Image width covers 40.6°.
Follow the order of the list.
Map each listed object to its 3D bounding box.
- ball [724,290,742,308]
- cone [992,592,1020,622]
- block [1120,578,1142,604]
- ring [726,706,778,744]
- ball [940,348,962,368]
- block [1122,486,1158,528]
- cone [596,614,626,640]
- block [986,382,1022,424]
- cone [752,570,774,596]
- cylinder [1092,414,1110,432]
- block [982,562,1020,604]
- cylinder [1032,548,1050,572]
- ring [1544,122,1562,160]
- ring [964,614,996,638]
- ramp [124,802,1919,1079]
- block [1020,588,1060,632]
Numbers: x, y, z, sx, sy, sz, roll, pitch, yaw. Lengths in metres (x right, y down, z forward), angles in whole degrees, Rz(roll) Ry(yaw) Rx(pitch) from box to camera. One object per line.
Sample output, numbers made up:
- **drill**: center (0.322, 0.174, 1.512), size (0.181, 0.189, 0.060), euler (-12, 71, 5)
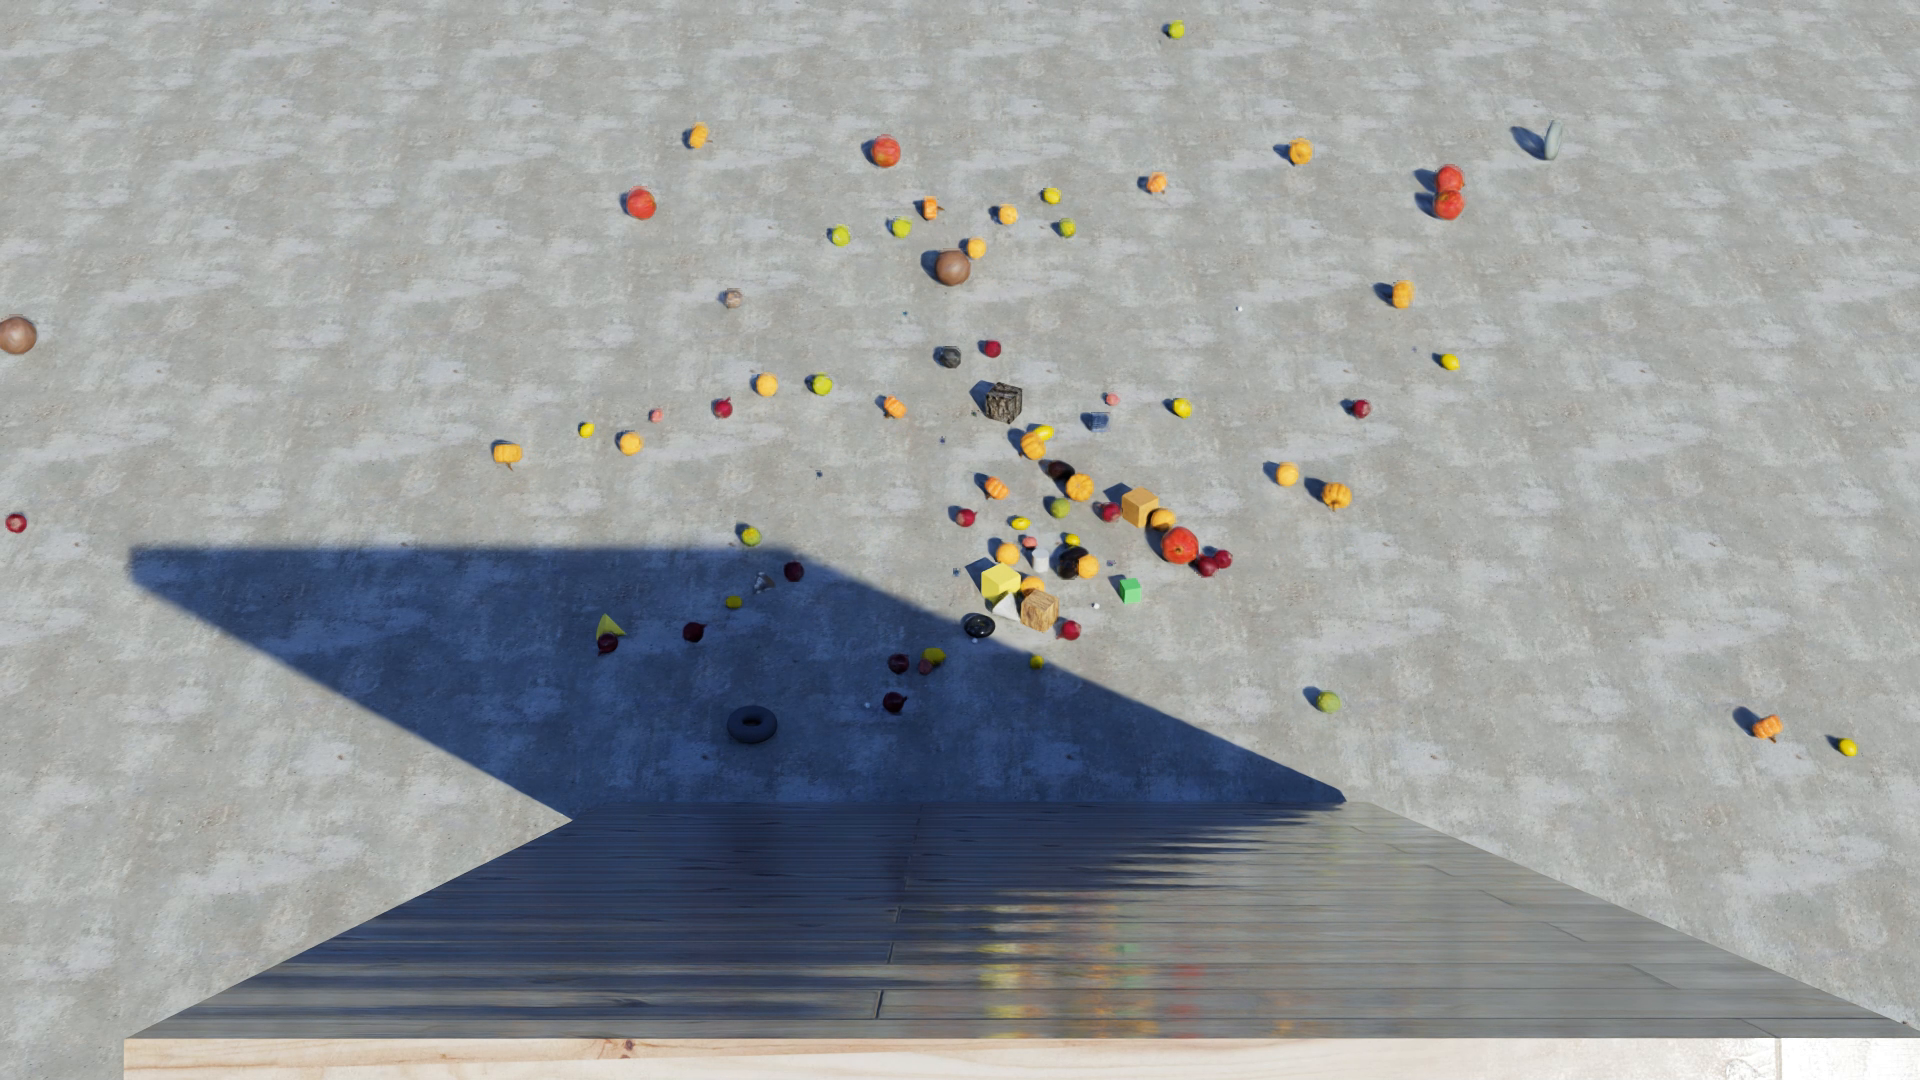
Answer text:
- **ball**: center (-0.792, -0.841, 9.081), size (0.066, 0.066, 0.066), euler (0, 36, 0)
- **cone**: center (0.154, 0.213, 7.633), size (0.084, 0.084, 0.084), euler (45, 50, 12)
- **block**: center (0.505, 0.151, 7.709), size (0.051, 0.051, 0.051), euler (-9, 37, -12)
- **ring**: center (-0.577, 0.512, 7.210), size (0.141, 0.047, 0.141), euler (1, 35, -1)
- **ball**: center (-0.030, -0.613, 8.758), size (0.071, 0.071, 0.071), euler (0, 36, 0)
- **block**: center (0.556, -0.101, 8.036), size (0.080, 0.080, 0.080), euler (-25, 43, -31)
- **cone**: center (-1.007, 0.263, 7.565), size (0.079, 0.079, 0.079), euler (19, 31, -20)
- **block**: center (0.145, -0.449, 8.514), size (0.089, 0.089, 0.089), euler (17, 39, 22)
- **cone**: center (-0.600, 0.140, 7.742), size (0.069, 0.069, 0.069), euler (28, 70, 33)
- **cylinder**: center (0.458, -0.378, 8.443), size (0.057, 0.057, 0.057), euler (6, 36, 8)
- **block**: center (0.121, 0.133, 7.708), size (0.081, 0.081, 0.081), euler (-25, 43, -31)
- **cylinder**: center (0.243, 0.061, 7.834), size (0.052, 0.052, 0.052), euler (0, 36, 0)
- **ring**: center (2.275, -1.529, 9.970), size (0.050, 0.149, 0.149), euler (13, 38, 17)
- **ring**: center (0.058, 0.252, 7.586), size (0.092, 0.031, 0.092), euler (-1, 35, 1)
- **ramp**: center (0.078, 0.671, 4.861), size (2.000, 0.100, 4.000), euler (0, -2, 0)
- **block**: center (0.234, 0.207, 7.605), size (0.080, 0.080, 0.080), euler (22, 41, 27)
